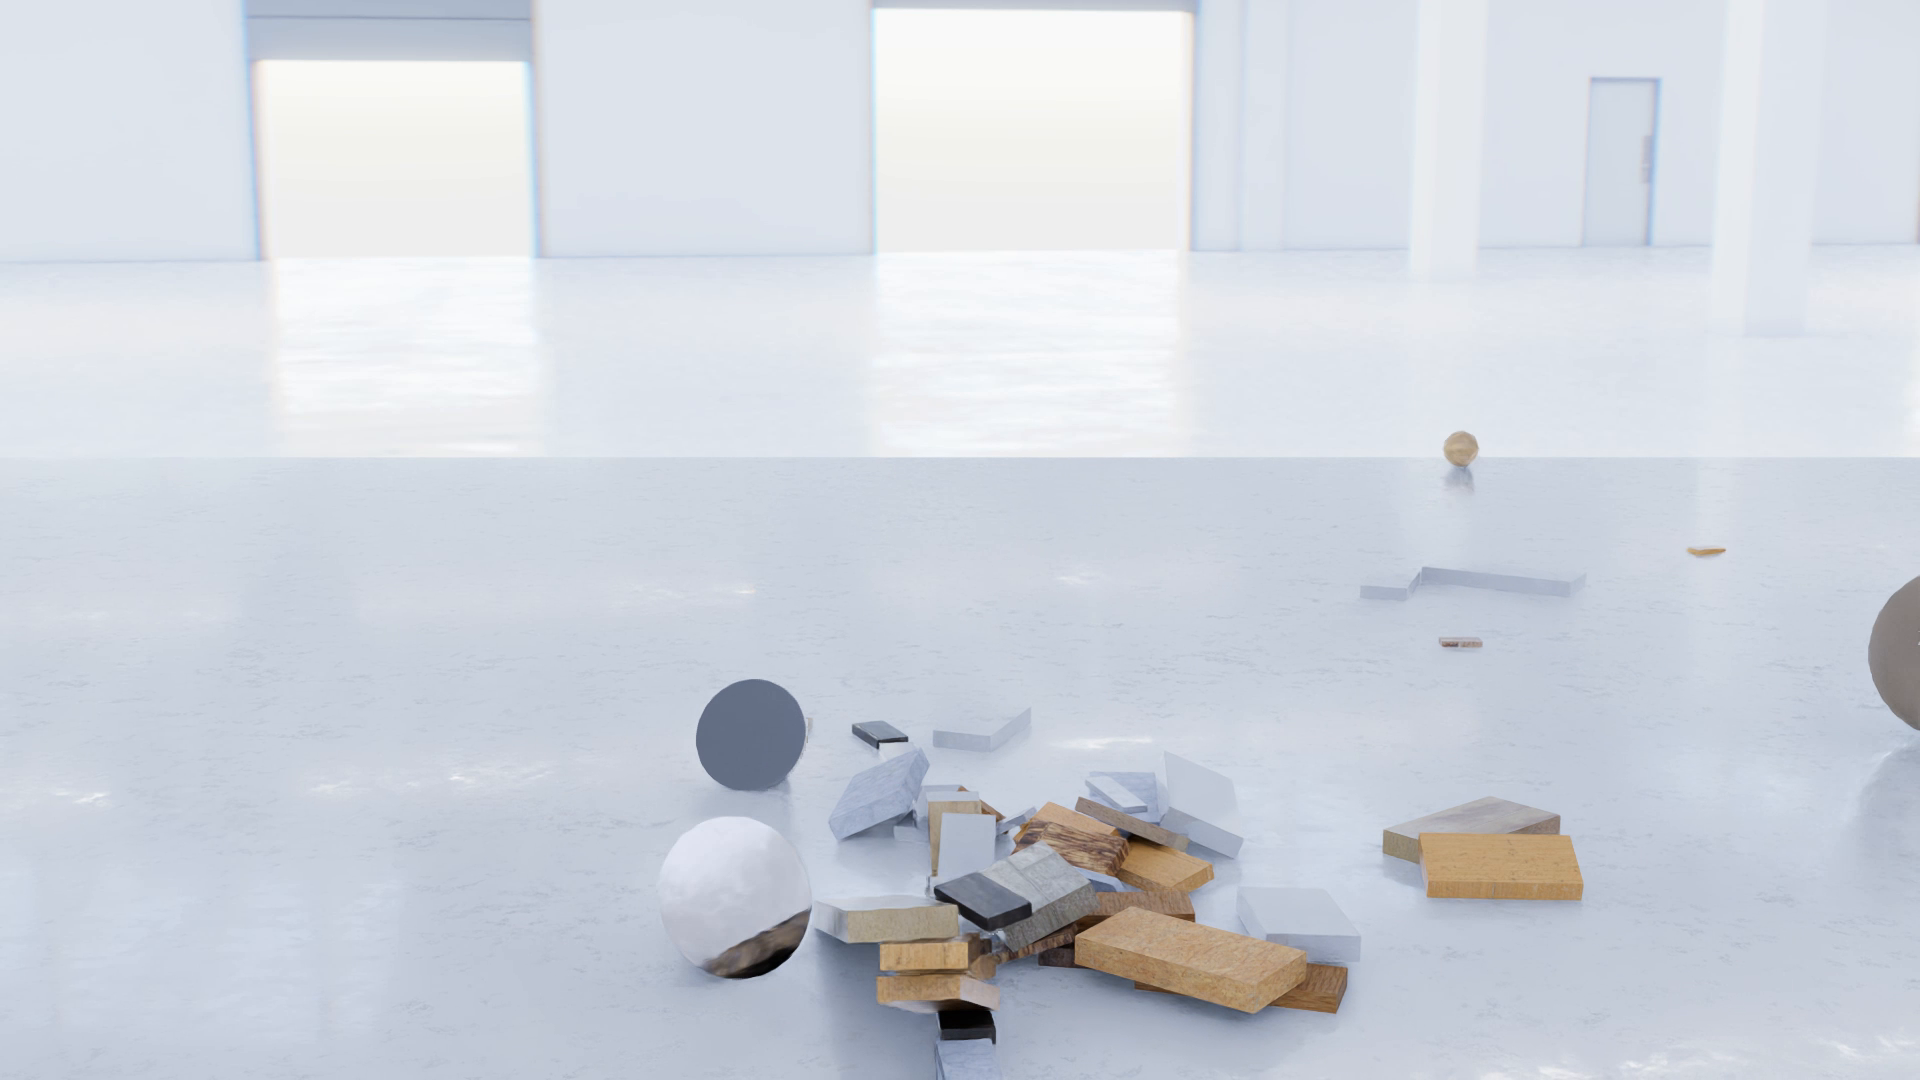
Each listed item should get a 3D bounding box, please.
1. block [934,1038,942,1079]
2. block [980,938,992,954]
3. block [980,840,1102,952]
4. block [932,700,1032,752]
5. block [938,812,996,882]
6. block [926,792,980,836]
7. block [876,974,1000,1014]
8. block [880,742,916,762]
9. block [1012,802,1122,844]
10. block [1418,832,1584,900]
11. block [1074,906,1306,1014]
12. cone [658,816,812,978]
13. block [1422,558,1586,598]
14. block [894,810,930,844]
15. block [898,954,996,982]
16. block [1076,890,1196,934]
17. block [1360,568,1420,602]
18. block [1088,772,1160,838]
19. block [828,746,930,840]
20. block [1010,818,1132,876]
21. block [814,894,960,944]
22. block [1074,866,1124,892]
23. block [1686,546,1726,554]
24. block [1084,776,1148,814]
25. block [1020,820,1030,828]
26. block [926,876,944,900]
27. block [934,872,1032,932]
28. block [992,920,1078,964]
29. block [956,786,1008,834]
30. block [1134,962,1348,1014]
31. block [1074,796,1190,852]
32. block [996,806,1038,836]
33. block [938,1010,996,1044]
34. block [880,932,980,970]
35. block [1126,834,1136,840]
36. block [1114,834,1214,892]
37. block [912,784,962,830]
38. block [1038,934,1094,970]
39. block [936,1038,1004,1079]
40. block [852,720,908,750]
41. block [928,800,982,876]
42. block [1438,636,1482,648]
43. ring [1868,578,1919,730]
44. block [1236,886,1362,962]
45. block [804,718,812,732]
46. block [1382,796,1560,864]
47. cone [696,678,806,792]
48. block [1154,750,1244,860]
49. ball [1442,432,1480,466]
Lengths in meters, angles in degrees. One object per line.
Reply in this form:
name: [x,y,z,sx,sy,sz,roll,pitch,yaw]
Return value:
block: [0.005,0.710,2.964,0.074,0.021,0.149,0,11,-2]
block: [-0.002,0.608,3.283,0.079,0.022,0.157,-3,-10,9]
block: [0.108,0.559,3.477,0.153,0.043,0.305,-26,9,-9]
block: [0.048,0.392,4.635,0.126,0.036,0.253,4,11,21]
block: [0.012,0.532,3.720,0.092,0.026,0.184,2,32,1]
block: [-0.008,0.509,3.859,0.093,0.026,0.186,-1,31,-4]
block: [-0.028,0.631,3.053,0.116,0.033,0.231,-5,-17,13]
block: [-0.120,0.437,4.436,0.070,0.020,0.140,-2,11,-9]
block: [0.186,0.520,3.827,0.097,0.027,0.194,-44,29,-21]
block: [0.904,0.547,3.688,0.253,0.036,0.126,1,31,3]
block: [0.339,0.616,3.243,0.305,0.043,0.153,8,15,37]
cone: [-0.393,0.577,3.436,0.247,0.247,0.247,-6,-15,-29]
block: [1.523,0.104,6.169,0.422,0.044,0.154,6,12,30]
block: [-0.045,0.512,4.018,0.093,0.026,0.186,3,11,18]
block: [-0.017,0.621,3.186,0.116,0.033,0.231,-3,-9,6]
block: [0.256,0.584,3.449,0.213,0.030,0.107,-1,10,-1]
block: [1.191,0.123,6.088,0.126,0.036,0.253,4,11,19]
block: [0.316,0.494,4.065,0.154,0.044,0.308,1,11,3]
block: [-0.147,0.466,4.066,0.143,0.041,0.286,-24,7,11]
block: [0.184,0.535,3.737,0.196,0.027,0.097,7,48,39]
block: [-0.118,0.559,3.262,0.153,0.043,0.549,-2,-7,-9]
block: [0.223,0.570,3.633,0.108,0.054,0.015,9,49,40]
block: [2.254,0.030,6.644,0.100,0.014,0.050,-3,11,-15]
block: [0.286,0.469,4.046,0.047,0.013,0.191,-3,11,-18]
block: [0.159,0.525,3.977,0.054,0.015,0.109,-6,12,-28]
block: [-0.041,0.590,3.445,0.022,0.079,0.158,8,10,-4]
block: [0.035,0.551,3.355,0.079,0.022,0.157,-15,17,-28]
block: [0.110,0.614,3.351,0.139,0.015,0.054,-20,9,16]
block: [0.043,0.490,3.993,0.109,0.015,0.054,36,6,-9]
block: [0.417,0.650,3.262,0.298,0.030,0.107,3,11,18]
block: [0.299,0.496,3.832,0.184,0.026,0.092,18,-6,32]
block: [0.082,0.509,3.926,0.109,0.015,0.054,-27,-1,24]
block: [0.008,0.677,3.054,0.074,0.021,0.149,0,-3,-2]
block: [-0.039,0.562,3.006,0.116,0.033,0.231,-3,-7,4]
block: [0.318,0.533,3.862,0.047,0.013,0.095,19,30,26]
block: [0.328,0.555,3.725,0.097,0.027,0.194,-23,21,-31]
block: [-0.036,0.486,4.010,0.093,0.026,0.186,-1,11,-4]
block: [0.194,0.617,3.441,0.107,0.030,0.213,2,10,12]
block: [0.013,0.700,2.904,0.074,0.021,0.148,-1,11,-7]
block: [-0.168,0.407,4.600,0.070,0.020,0.140,-5,12,-24]
block: [-0.006,0.518,3.792,0.092,0.026,0.184,0,32,-3]
block: [1.240,0.253,5.447,0.100,0.014,0.050,0,11,2]
ring: [2.086,0.235,4.548,0.386,0.386,0.129,3,16,15]
block: [0.525,0.597,3.432,0.143,0.041,0.286,2,5,-2]
block: [-0.390,0.393,4.675,0.140,0.020,0.070,2,11,11]
block: [0.912,0.523,3.912,0.308,0.044,0.154,-9,14,-40]
cone: [-0.383,0.409,4.370,0.222,0.222,0.222,2,-16,13]
block: [0.434,0.478,4.014,0.143,0.041,0.360,23,11,-1]
ball: [1.900,-0.346,8.341,0.134,0.134,0.134,0,11,0]
